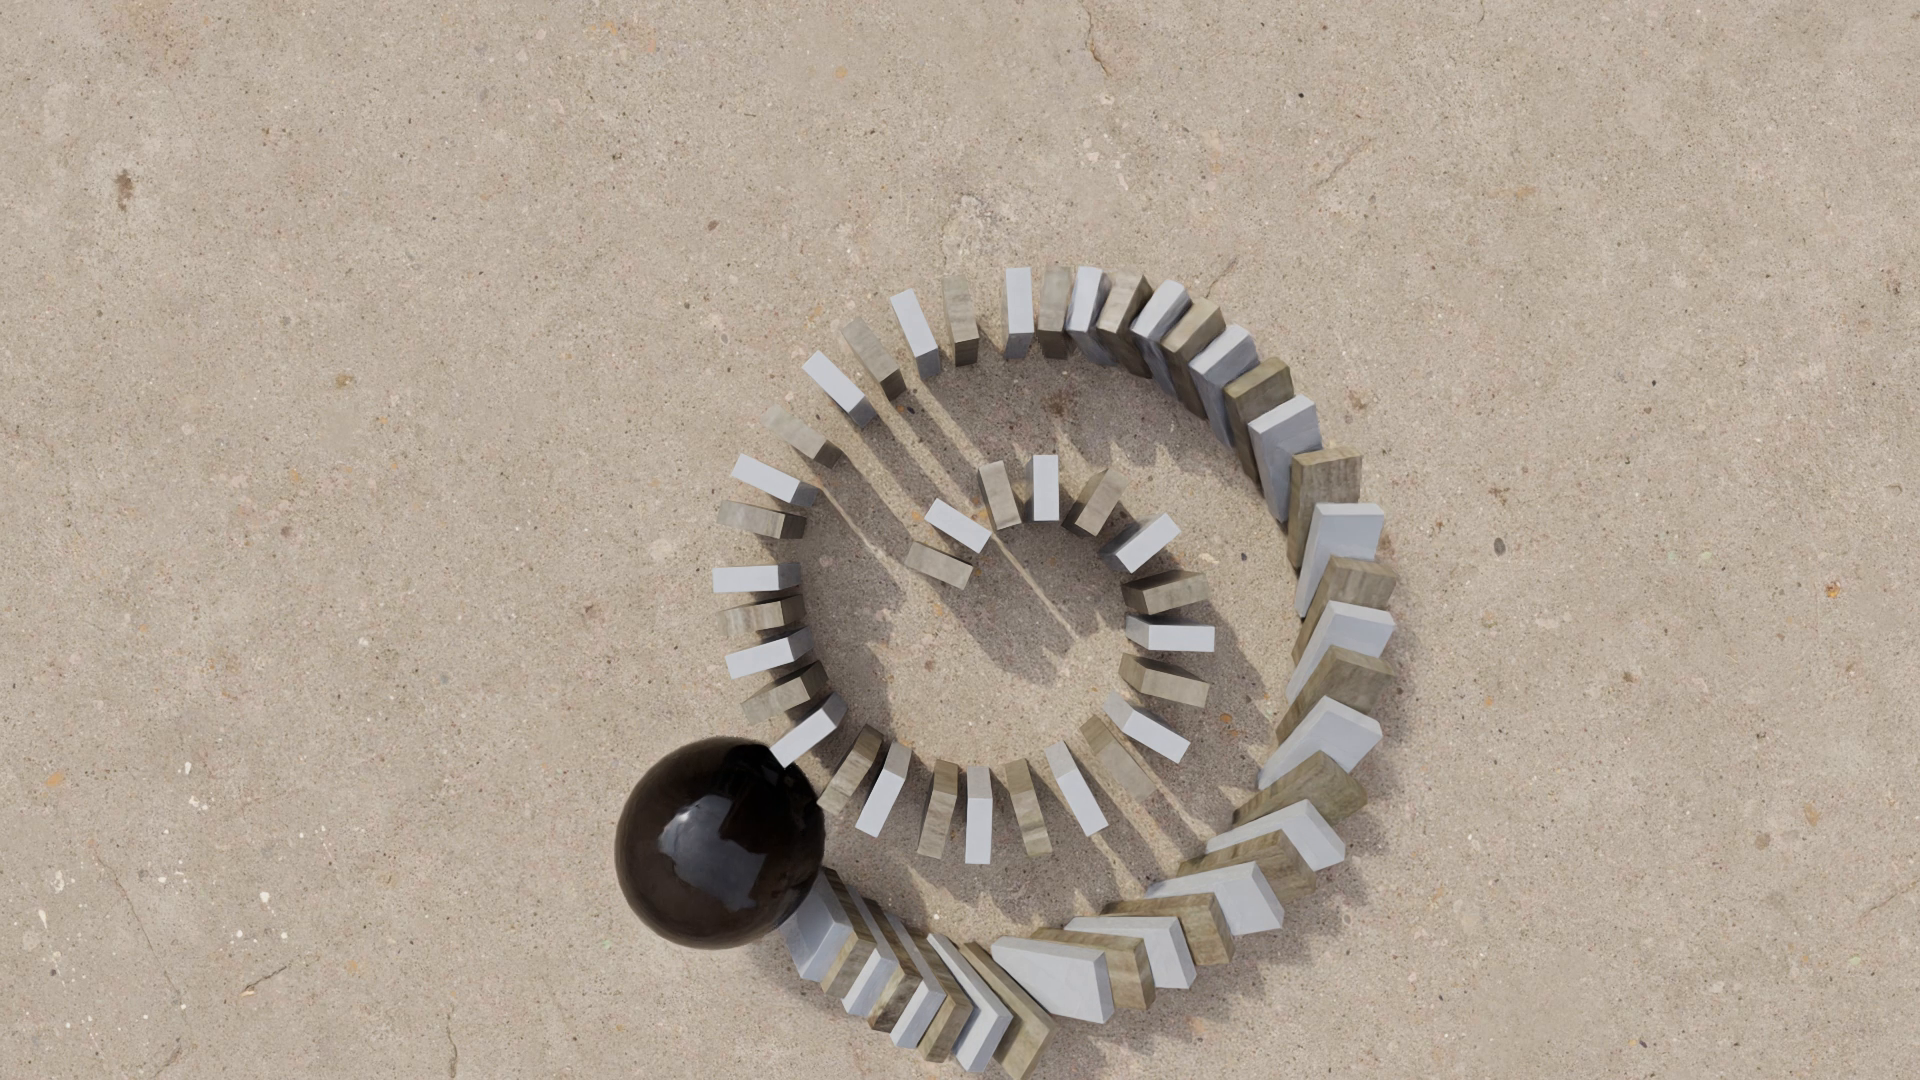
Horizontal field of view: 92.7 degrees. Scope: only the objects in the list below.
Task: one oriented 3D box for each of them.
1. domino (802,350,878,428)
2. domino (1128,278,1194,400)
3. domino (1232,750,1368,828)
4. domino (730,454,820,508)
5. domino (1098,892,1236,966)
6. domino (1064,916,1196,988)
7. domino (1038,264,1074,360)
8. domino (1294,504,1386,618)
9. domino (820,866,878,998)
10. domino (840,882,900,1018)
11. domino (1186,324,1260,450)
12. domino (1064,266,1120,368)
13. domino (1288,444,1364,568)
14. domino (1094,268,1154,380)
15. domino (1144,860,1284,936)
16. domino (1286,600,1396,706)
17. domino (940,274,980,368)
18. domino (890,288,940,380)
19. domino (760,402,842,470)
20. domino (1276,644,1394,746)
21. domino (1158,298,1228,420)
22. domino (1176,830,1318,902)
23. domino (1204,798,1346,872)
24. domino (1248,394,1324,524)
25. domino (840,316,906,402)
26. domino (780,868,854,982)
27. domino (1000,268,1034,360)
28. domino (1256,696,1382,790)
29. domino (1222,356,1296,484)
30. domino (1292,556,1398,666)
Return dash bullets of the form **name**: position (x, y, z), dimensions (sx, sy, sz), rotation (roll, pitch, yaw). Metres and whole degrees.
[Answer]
- **domino**: position (-0.048, -0.061, 0.375), dimensions (0.025, 0.050, 0.010), rotation (44, 90, 0)
- **domino**: position (0.088, -0.082, 0.377), dimensions (0.009, 0.050, 0.025), rotation (38, 90, 35)
- **domino**: position (0.141, 0.112, 0.384), dimensions (0.025, 0.010, 0.050), rotation (41, 119, 0)
- **domino**: position (-0.074, -0.024, 0.375), dimensions (0.025, 0.050, 0.010), rotation (25, 90, 0)
- **domino**: position (0.086, 0.164, 0.383), dimensions (0.050, 0.009, 0.025), rotation (-21, 90, 33)
- **domino**: position (0.070, 0.171, 0.381), dimensions (0.050, 0.009, 0.025), rotation (-18, 91, 37)
- **domino**: position (0.040, -0.092, 0.375), dimensions (0.010, 0.050, 0.025), rotation (8, 90, 10)
- **domino**: position (0.158, 0.009, 0.384), dimensions (0.025, 0.009, 0.050), rotation (0, 119, 0)
- **domino**: position (-0.053, 0.159, 0.376), dimensions (0.010, 0.050, 0.025), rotation (31, 90, -31)
- **domino**: position (-0.045, 0.167, 0.376), dimensions (0.010, 0.050, 0.025), rotation (31, 90, -31)
- **domino**: position (0.113, -0.062, 0.379), dimensions (0.025, 0.050, 0.010), rotation (-41, 47, 0)
- **domino**: position (0.057, -0.090, 0.375), dimensions (0.009, 0.050, 0.025), rotation (14, 90, 24)
- **domino**: position (0.152, -0.013, 0.383), dimensions (0.025, 0.009, 0.050), rotation (-10, 122, 0)
- **domino**: position (0.073, -0.087, 0.376), dimensions (0.010, 0.050, 0.025), rotation (25, 90, 30)
- **domino**: position (0.105, 0.152, 0.381), dimensions (0.050, 0.010, 0.025), rotation (-28, 95, 33)
- **domino**: position (0.158, 0.050, 0.382), dimensions (0.025, 0.010, 0.050), rotation (11, 121, -1)
- **domino**: position (0.000, -0.089, 0.375), dimensions (0.010, 0.050, 0.025), rotation (-12, 90, 0)
- **domino**: position (-0.018, -0.083, 0.375), dimensions (0.009, 0.050, 0.025), rotation (-24, 90, 0)
- **domino**: position (-0.064, -0.042, 0.375), dimensions (0.025, 0.050, 0.009), rotation (35, 90, 0)
- **domino**: position (0.155, 0.069, 0.382), dimensions (0.025, 0.009, 0.050), rotation (17, 121, -4)
- **domino**: position (0.100, -0.073, 0.377), dimensions (0.025, 0.050, 0.010), rotation (-46, 52, 0)
- **domino**: position (0.119, 0.140, 0.381), dimensions (0.050, 0.009, 0.025), rotation (-34, 94, 34)
- **domino**: position (0.131, 0.129, 0.382), dimensions (0.050, 0.009, 0.025), rotation (-38, 92, 34)
- **domino**: position (0.138, -0.033, 0.381), dimensions (0.025, 0.009, 0.050), rotation (-29, 127, 0)
- **domino**: position (-0.034, -0.073, 0.375), dimensions (0.009, 0.050, 0.025), rotation (-37, 90, 0)
- **domino**: position (-0.062, 0.153, 0.376), dimensions (0.010, 0.050, 0.025), rotation (31, 90, -31)
- **domino**: position (0.023, -0.092, 0.375), dimensions (0.010, 0.050, 0.025), rotation (-3, 90, 0)
- **domino**: position (0.149, 0.090, 0.383), dimensions (0.025, 0.010, 0.050), rotation (26, 120, -1)
- **domino**: position (0.127, -0.049, 0.380), dimensions (0.025, 0.009, 0.050), rotation (-32, 131, 0)
- **domino**: position (0.160, 0.033, 0.384), dimensions (0.025, 0.009, 0.050), rotation (10, 118, 0)
